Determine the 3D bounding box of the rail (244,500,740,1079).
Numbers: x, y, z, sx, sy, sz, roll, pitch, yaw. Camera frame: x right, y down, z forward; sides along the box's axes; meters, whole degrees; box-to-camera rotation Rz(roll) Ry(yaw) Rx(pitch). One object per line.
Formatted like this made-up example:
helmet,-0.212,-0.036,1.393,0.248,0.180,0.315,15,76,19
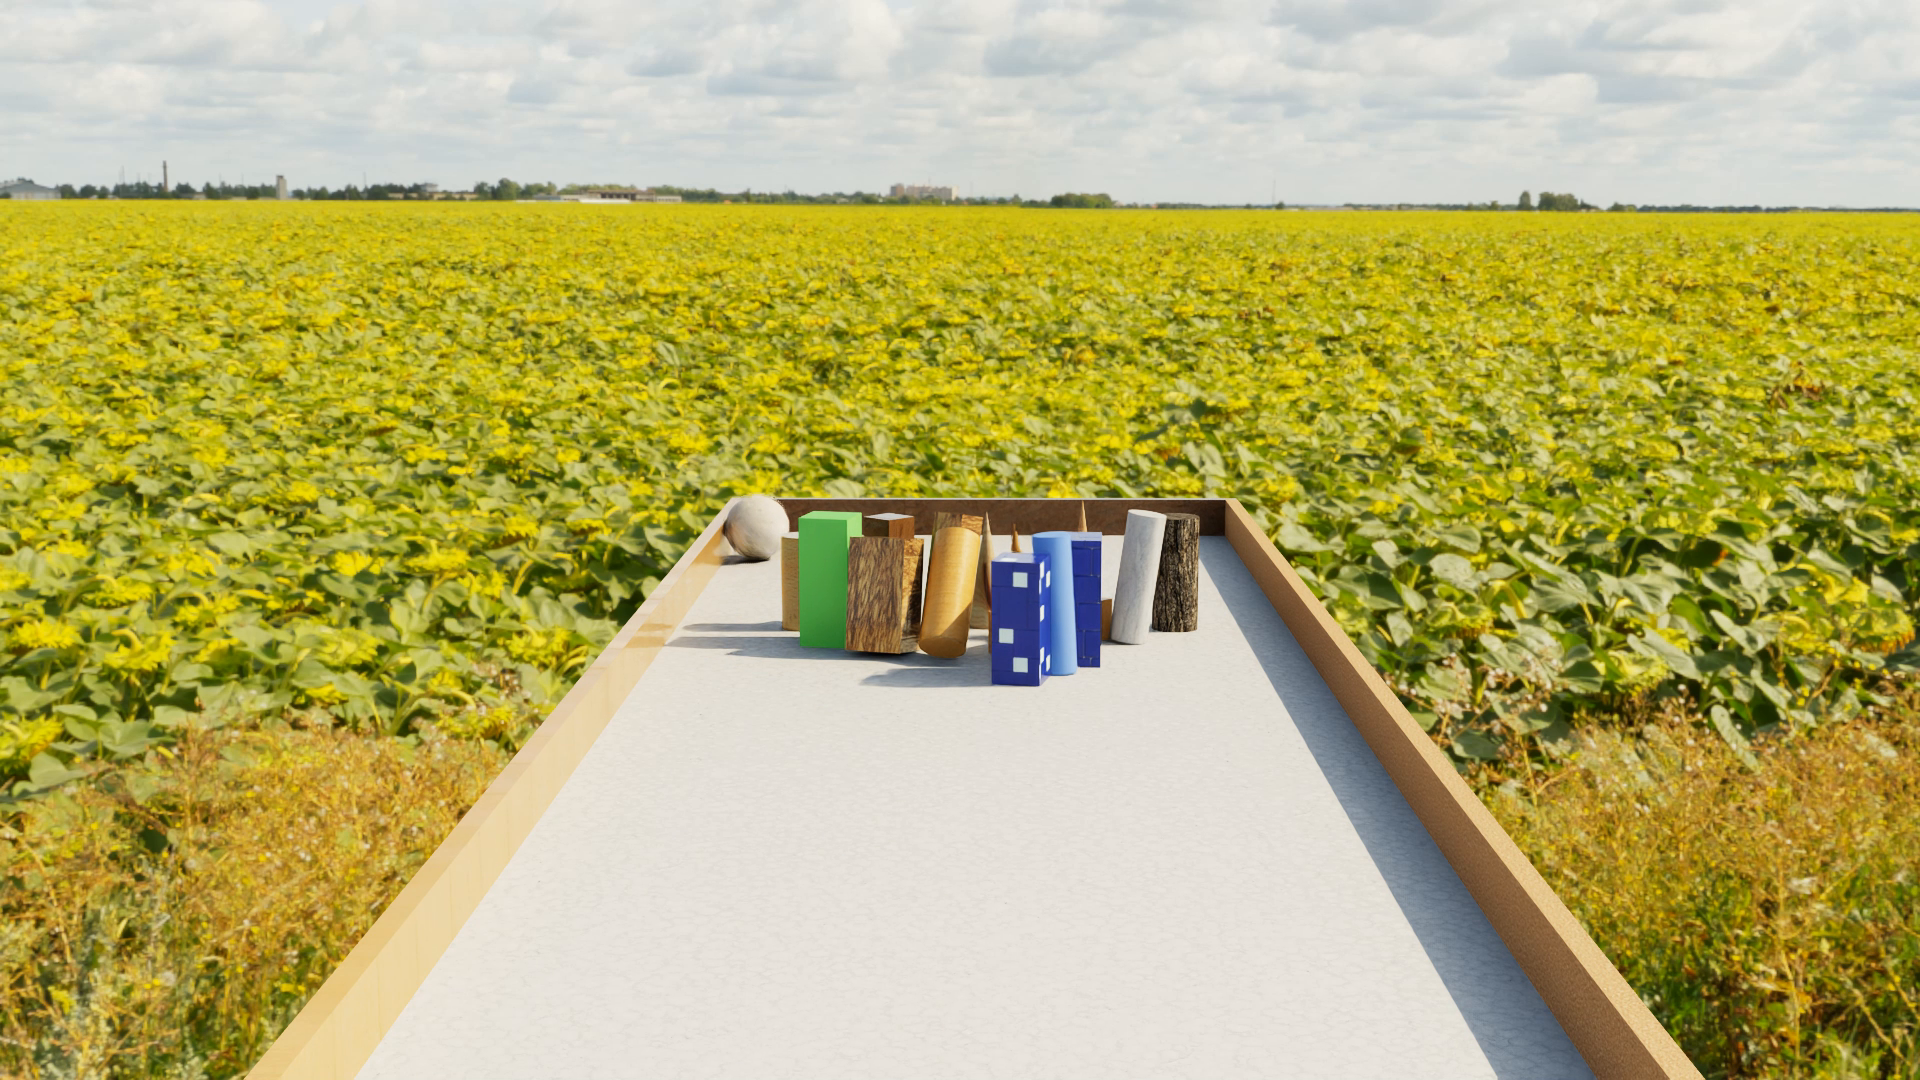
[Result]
rail,-1.004,0.839,3.234,0.050,0.150,12.000,0,9,1

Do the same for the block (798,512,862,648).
block,-0.407,0.124,6.929,0.158,0.407,0.158,2,9,14

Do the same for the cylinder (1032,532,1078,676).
cylinder,0.280,0.187,6.502,0.114,0.410,0.114,-3,8,0

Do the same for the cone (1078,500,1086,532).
cone,0.401,0.072,7.212,0.116,0.420,0.116,0,9,0

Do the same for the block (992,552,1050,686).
block,0.177,0.230,6.389,0.142,0.363,0.142,2,11,14

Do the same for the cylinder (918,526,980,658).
cylinder,-0.030,0.160,6.756,0.144,0.378,0.144,6,-27,3

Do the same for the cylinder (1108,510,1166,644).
cylinder,0.560,0.116,6.939,0.122,0.407,0.122,8,10,-1

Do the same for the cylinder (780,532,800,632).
cylinder,-0.513,0.135,7.178,0.141,0.306,0.141,0,9,0

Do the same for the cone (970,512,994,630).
cone,0.087,0.093,7.200,0.133,0.383,0.133,0,9,0

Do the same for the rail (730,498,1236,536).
rail,0.099,-0.098,9.147,2.100,0.150,0.050,0,9,1

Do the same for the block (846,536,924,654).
block,-0.231,0.166,6.783,0.179,0.347,0.179,3,2,18

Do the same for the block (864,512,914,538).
block,-0.232,0.102,7.204,0.117,0.363,0.117,8,12,43

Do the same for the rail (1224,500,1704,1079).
rail,1.046,0.843,3.208,0.050,0.150,12.000,0,9,1

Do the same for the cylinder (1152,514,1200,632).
cylinder,0.702,0.106,7.162,0.149,0.369,0.149,0,9,0

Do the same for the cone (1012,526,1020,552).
cone,0.183,0.124,6.972,0.124,0.378,0.124,-4,16,1

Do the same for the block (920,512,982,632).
block,-0.027,0.115,6.982,0.110,0.394,0.110,7,-1,36

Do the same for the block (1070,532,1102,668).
block,0.342,0.178,6.655,0.171,0.385,0.171,1,9,4

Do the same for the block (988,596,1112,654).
block,0.286,0.267,6.906,0.130,0.130,0.432,9,13,44

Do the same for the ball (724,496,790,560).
ball,-0.785,-0.047,8.515,0.249,0.249,0.249,0,9,0
